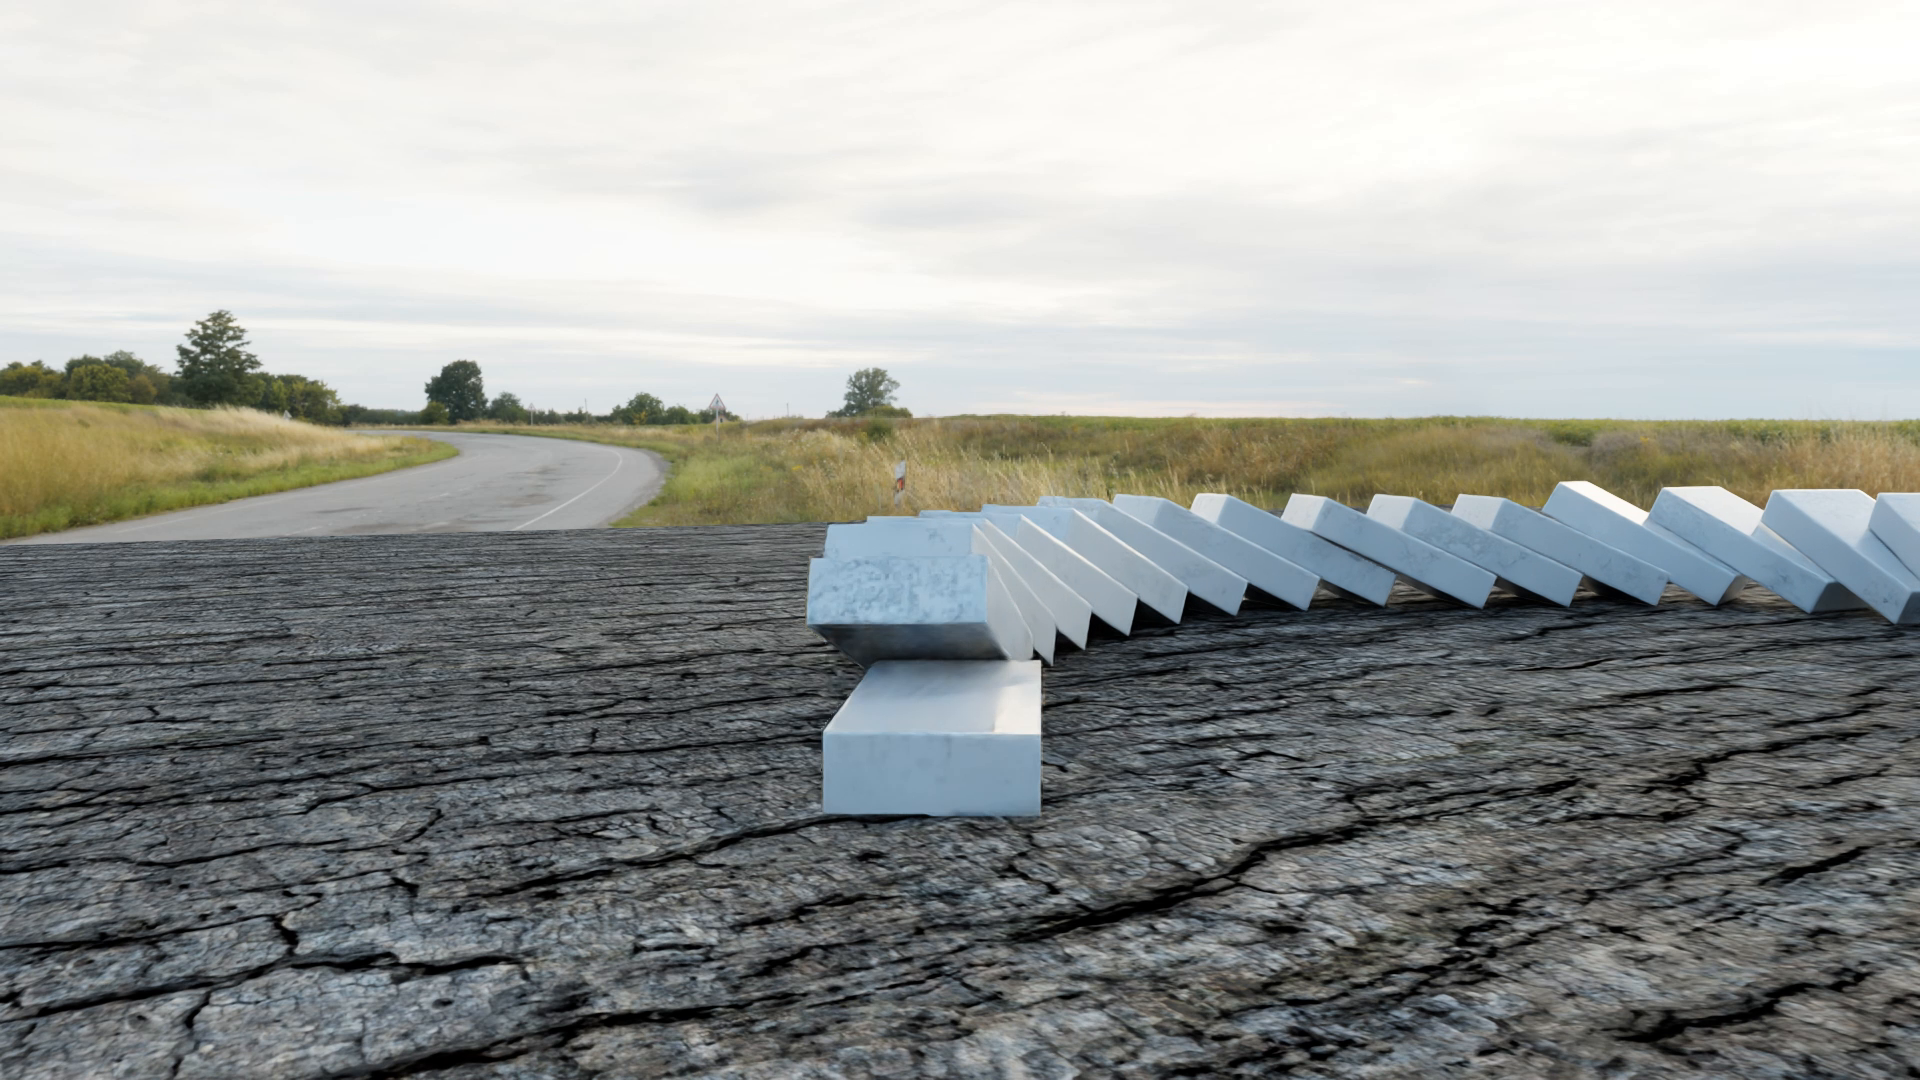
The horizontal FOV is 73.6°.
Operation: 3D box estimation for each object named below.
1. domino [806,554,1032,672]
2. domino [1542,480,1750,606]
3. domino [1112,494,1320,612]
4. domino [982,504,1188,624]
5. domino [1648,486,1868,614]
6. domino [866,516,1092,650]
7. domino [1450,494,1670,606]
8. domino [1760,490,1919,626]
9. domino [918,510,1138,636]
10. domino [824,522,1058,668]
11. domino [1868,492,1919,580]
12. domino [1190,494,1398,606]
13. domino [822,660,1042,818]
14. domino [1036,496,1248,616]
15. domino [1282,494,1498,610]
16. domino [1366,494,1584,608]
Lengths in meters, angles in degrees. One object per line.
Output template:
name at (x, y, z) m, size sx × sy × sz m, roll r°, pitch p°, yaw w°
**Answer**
domino at (-0.004, 0.014, 0.199) m, size 0.025 × 0.009 × 0.050 m, roll -1°, pitch -17°, yaw 10°
domino at (0.191, 0.000, 0.356) m, size 0.025 × 0.009 × 0.050 m, roll -4°, pitch 34°, yaw -48°
domino at (0.064, 0.003, 0.329) m, size 0.050 × 0.009 × 0.025 m, roll 25°, pitch -5°, yaw -20°
domino at (0.028, 0.006, 0.293) m, size 0.025 × 0.010 × 0.050 m, roll 4°, pitch -18°, yaw 41°
domino at (0.215, 0.002, 0.344) m, size 0.025 × 0.010 × 0.050 m, roll -2°, pitch 31°, yaw -26°
domino at (0.004, 0.009, 0.250) m, size 0.025 × 0.010 × 0.050 m, roll 2°, pitch -20°, yaw 30°
domino at (0.160, 0.002, 0.345) m, size 0.050 × 0.009 × 0.025 m, roll 23°, pitch 2°, yaw -6°
domino at (0.230, 0.003, 0.322) m, size 0.025 × 0.009 × 0.050 m, roll 0°, pitch 30°, yaw -6°
domino at (0.015, 0.008, 0.273) m, size 0.025 × 0.009 × 0.050 m, roll 3°, pitch -18°, yaw 38°
domino at (-0.002, 0.011, 0.224) m, size 0.025 × 0.010 × 0.050 m, roll 0°, pitch -21°, yaw 20°
domino at (0.237, 0.005, 0.297) m, size 0.025 × 0.009 × 0.050 m, roll 1°, pitch 30°, yaw 9°
domino at (0.087, 0.002, 0.339) m, size 0.050 × 0.010 × 0.025 m, roll 24°, pitch 0°, yaw -8°
domino at (-0.002, 0.025, 0.172) m, size 0.025 × 0.010 × 0.050 m, roll 0°, pitch 4°, yaw 3°
domino at (0.044, 0.004, 0.315) m, size 0.050 × 0.010 × 0.025 m, roll 27°, pitch -10°, yaw -30°
domino at (0.112, 0.003, 0.339) m, size 0.050 × 0.010 × 0.025 m, roll 24°, pitch 2°, yaw -7°
domino at (0.136, 0.002, 0.343) m, size 0.050 × 0.010 × 0.025 m, roll 23°, pitch 2°, yaw -7°
